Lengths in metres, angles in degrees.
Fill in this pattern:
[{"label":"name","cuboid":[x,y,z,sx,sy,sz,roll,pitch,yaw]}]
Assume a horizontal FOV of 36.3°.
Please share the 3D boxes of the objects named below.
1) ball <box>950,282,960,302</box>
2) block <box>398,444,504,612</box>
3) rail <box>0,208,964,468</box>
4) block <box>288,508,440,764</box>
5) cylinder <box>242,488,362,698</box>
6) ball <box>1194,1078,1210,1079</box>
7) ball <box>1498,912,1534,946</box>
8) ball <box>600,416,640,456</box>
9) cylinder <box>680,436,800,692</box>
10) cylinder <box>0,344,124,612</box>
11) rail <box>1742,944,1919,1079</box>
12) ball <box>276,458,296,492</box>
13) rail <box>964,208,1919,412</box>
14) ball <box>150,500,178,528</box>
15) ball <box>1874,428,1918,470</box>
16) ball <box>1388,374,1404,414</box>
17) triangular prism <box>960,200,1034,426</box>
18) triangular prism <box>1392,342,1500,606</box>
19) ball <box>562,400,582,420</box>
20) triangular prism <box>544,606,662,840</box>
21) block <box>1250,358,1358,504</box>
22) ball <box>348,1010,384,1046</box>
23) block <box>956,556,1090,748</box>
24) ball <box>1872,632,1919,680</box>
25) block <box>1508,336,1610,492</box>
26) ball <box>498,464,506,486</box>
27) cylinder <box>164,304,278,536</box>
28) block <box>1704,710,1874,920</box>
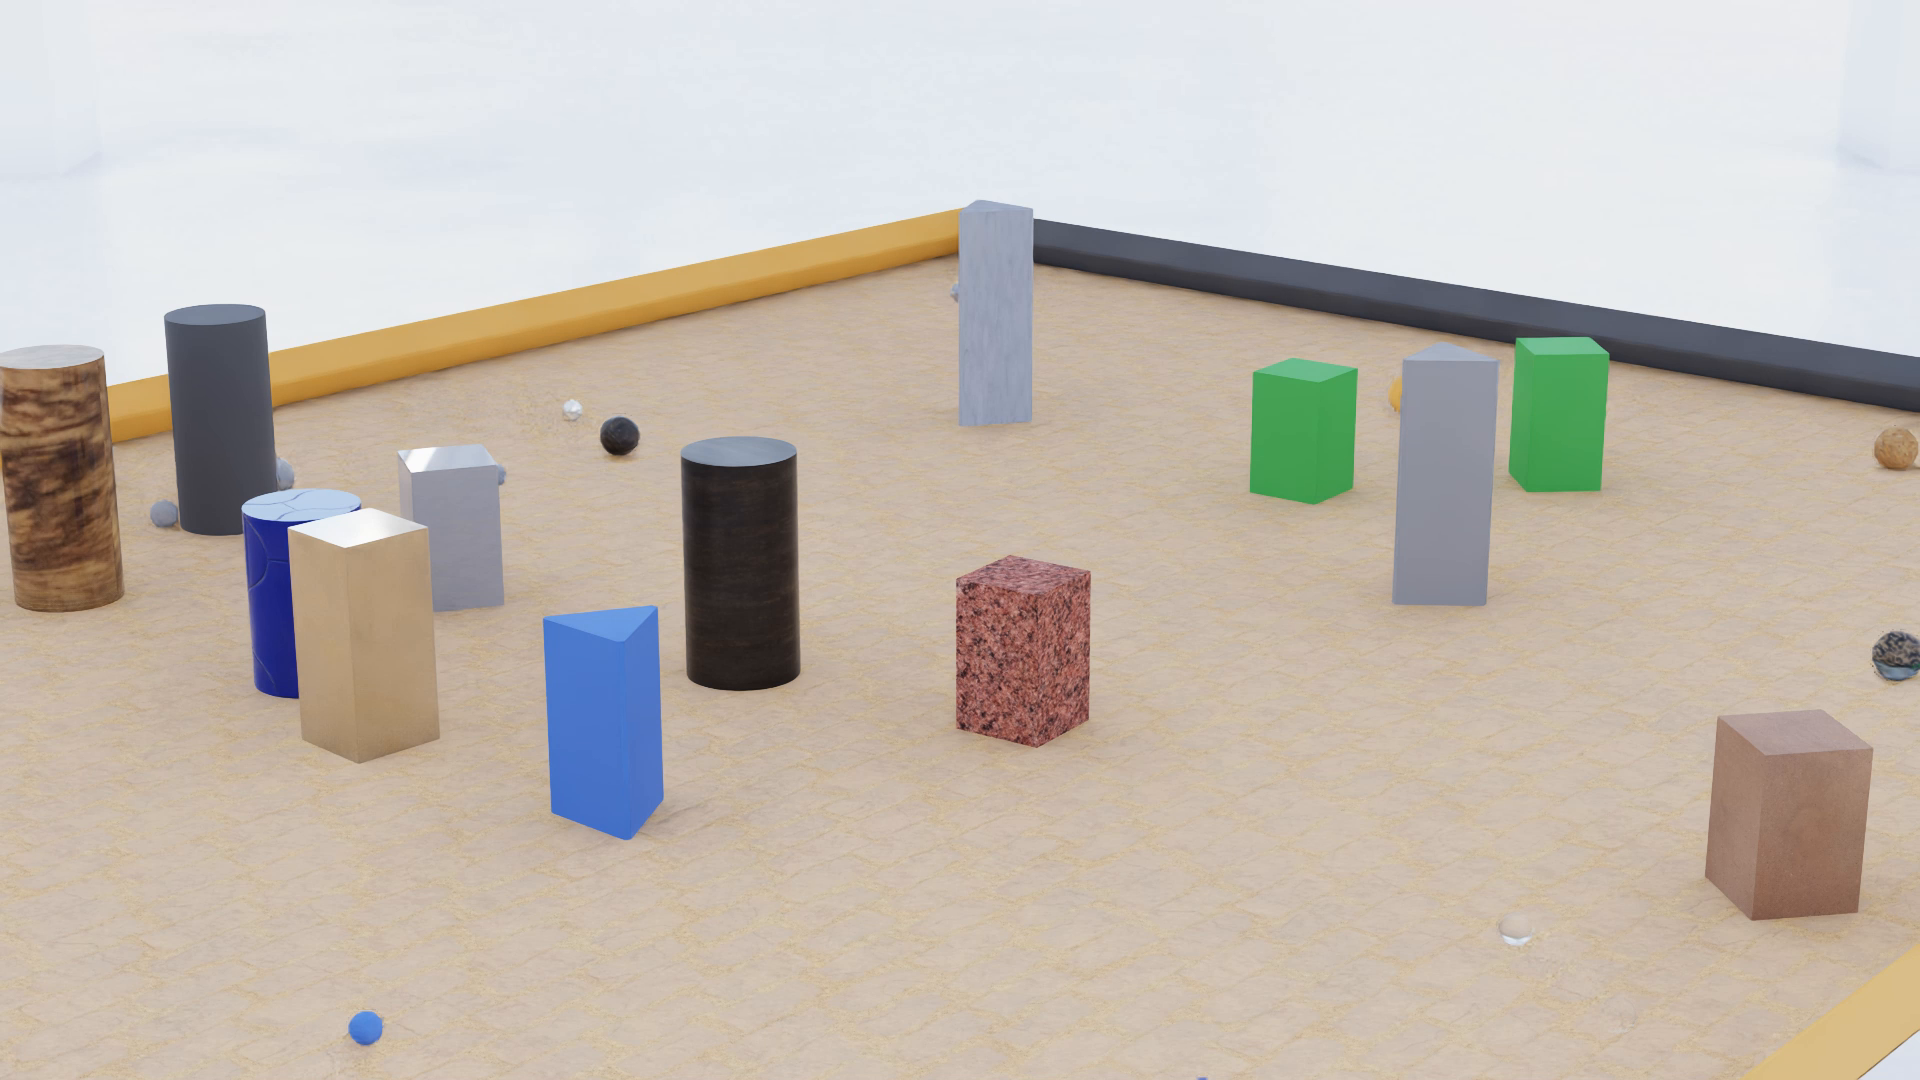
[{"label":"ball","cuboid":[0.000,-0.625,7.405,0.051,0.051,0.051,0,17,0]},{"label":"block","cuboid":[-0.880,-0.021,5.065,0.147,0.251,0.147,-6,18,-19]},{"label":"rail","cuboid":[-1.484,-0.343,6.354,0.045,0.119,4.617,14,22,39]},{"label":"block","cuboid":[-0.891,0.141,4.386,0.147,0.334,0.147,16,23,42]},{"label":"cylinder","cuboid":[-1.035,0.084,4.652,0.184,0.291,0.184,0,17,0]},{"label":"ball","cuboid":[0.273,0.625,3.292,0.043,0.043,0.043,0,17,0]},{"label":"ball","cuboid":[0.706,0.494,3.724,0.043,0.043,0.043,0,17,0]},{"label":"ball","cuboid":[-0.696,-0.213,5.994,0.082,0.082,0.082,0,17,0]},{"label":"cylinder","cuboid":[-0.349,0.036,4.675,0.184,0.368,0.184,0,17,0]},{"label":"cylinder","cuboid":[-1.550,-0.107,5.045,0.184,0.428,0.184,0,17,0]},{"label":"rail","cuboid":[1.484,0.403,3.888,0.045,0.119,4.617,14,22,39]},{"label":"ball","cuboid":[-1.332,-0.123,5.701,0.078,0.078,0.078,0,17,0]},{"label":"rail","cuboid":[1.498,-0.470,6.773,3.978,0.119,0.045,14,22,39]},{"label":"ball","cuboid":[-1.492,-0.048,5.499,0.053,0.053,0.053,0,17,0]},{"label":"ball","cuboid":[1.880,-0.183,5.886,0.086,0.086,0.086,0,17,0]},{"label":"ball","cuboid":[0.967,-0.312,6.302,0.092,0.092,0.092,0,17,0]},{"label":"triangular prism","cuboid":[0.058,-0.487,6.246,0.159,0.459,0.138,-5,17,-15]},{"label":"triangular prism","cuboid":[0.831,-0.115,5.064,0.159,0.433,0.138,1,17,3]},{"label":"ball","cuboid":[-0.829,-0.277,6.267,0.045,0.045,0.045,0,17,0]},{"label":"triangular prism","cuboid":[-0.474,0.246,4.116,0.159,0.290,0.138,14,22,39]},{"label":"block","cuboid":[0.670,-0.214,5.716,0.147,0.243,0.147,12,21,35]},{"label":"ball","cuboid":[-0.701,0.576,3.459,0.040,0.040,0.040,0,17,0]},{"label":"block","cuboid":[0.096,0.168,4.462,0.147,0.240,0.147,11,20,33]},{"label":"ball","cuboid":[1.497,0.185,4.681,0.079,0.079,0.079,0,17,0]},{"label":"block","cuboid":[1.178,-0.248,5.774,0.147,0.275,0.147,-1,17,-3]},{"label":"ball","cuboid":[-0.918,-0.128,5.768,0.049,0.049,0.049,0,17,0]},{"label":"cylinder","cuboid":[-1.379,-0.226,5.486,0.184,0.401,0.184,0,17,0]},{"label":"block","cuboid":[1.086,0.359,3.848,0.147,0.229,0.147,-3,17,-10]}]
